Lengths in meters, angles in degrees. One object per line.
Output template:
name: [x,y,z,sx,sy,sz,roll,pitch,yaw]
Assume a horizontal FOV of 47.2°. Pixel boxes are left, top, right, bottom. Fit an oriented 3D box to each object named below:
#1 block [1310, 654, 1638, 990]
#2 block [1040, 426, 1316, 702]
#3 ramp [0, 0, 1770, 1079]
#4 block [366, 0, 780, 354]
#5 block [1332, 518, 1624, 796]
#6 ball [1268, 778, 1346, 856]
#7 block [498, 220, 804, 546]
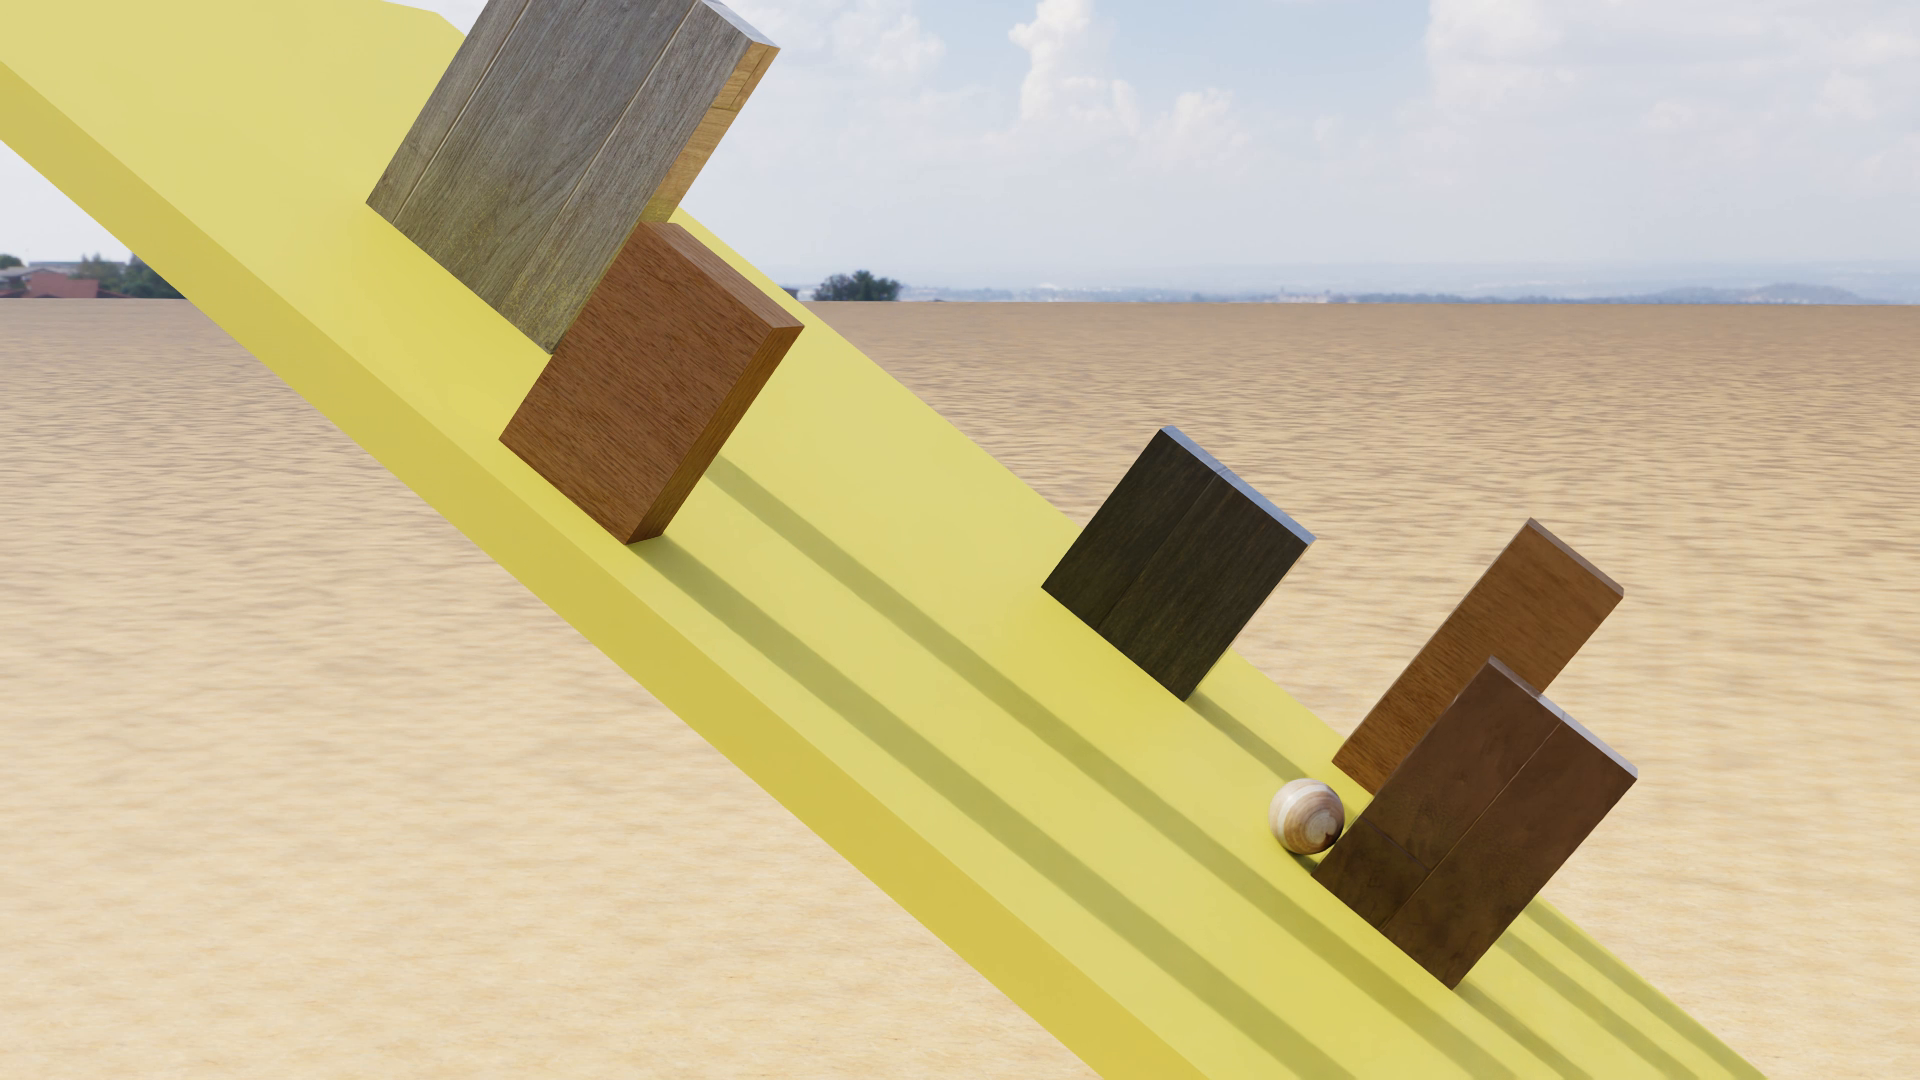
block: [0.904,0.500,3.886,0.317,0.503,0.086,39,16,9]
block: [0.434,0.045,4.382,0.366,0.403,0.121,39,16,9]
ramp: [-0.057,0.118,4.066,4.000,0.100,2.000,39,16,9]
block: [-0.669,-0.708,3.767,0.435,0.641,0.122,39,16,9]
block: [1.082,0.285,4.610,0.240,0.648,0.141,39,16,9]
ball: [0.626,0.500,3.973,0.138,0.138,0.138,0,7,0]
block: [-0.462,-0.235,3.288,0.256,0.403,0.129,39,16,9]
